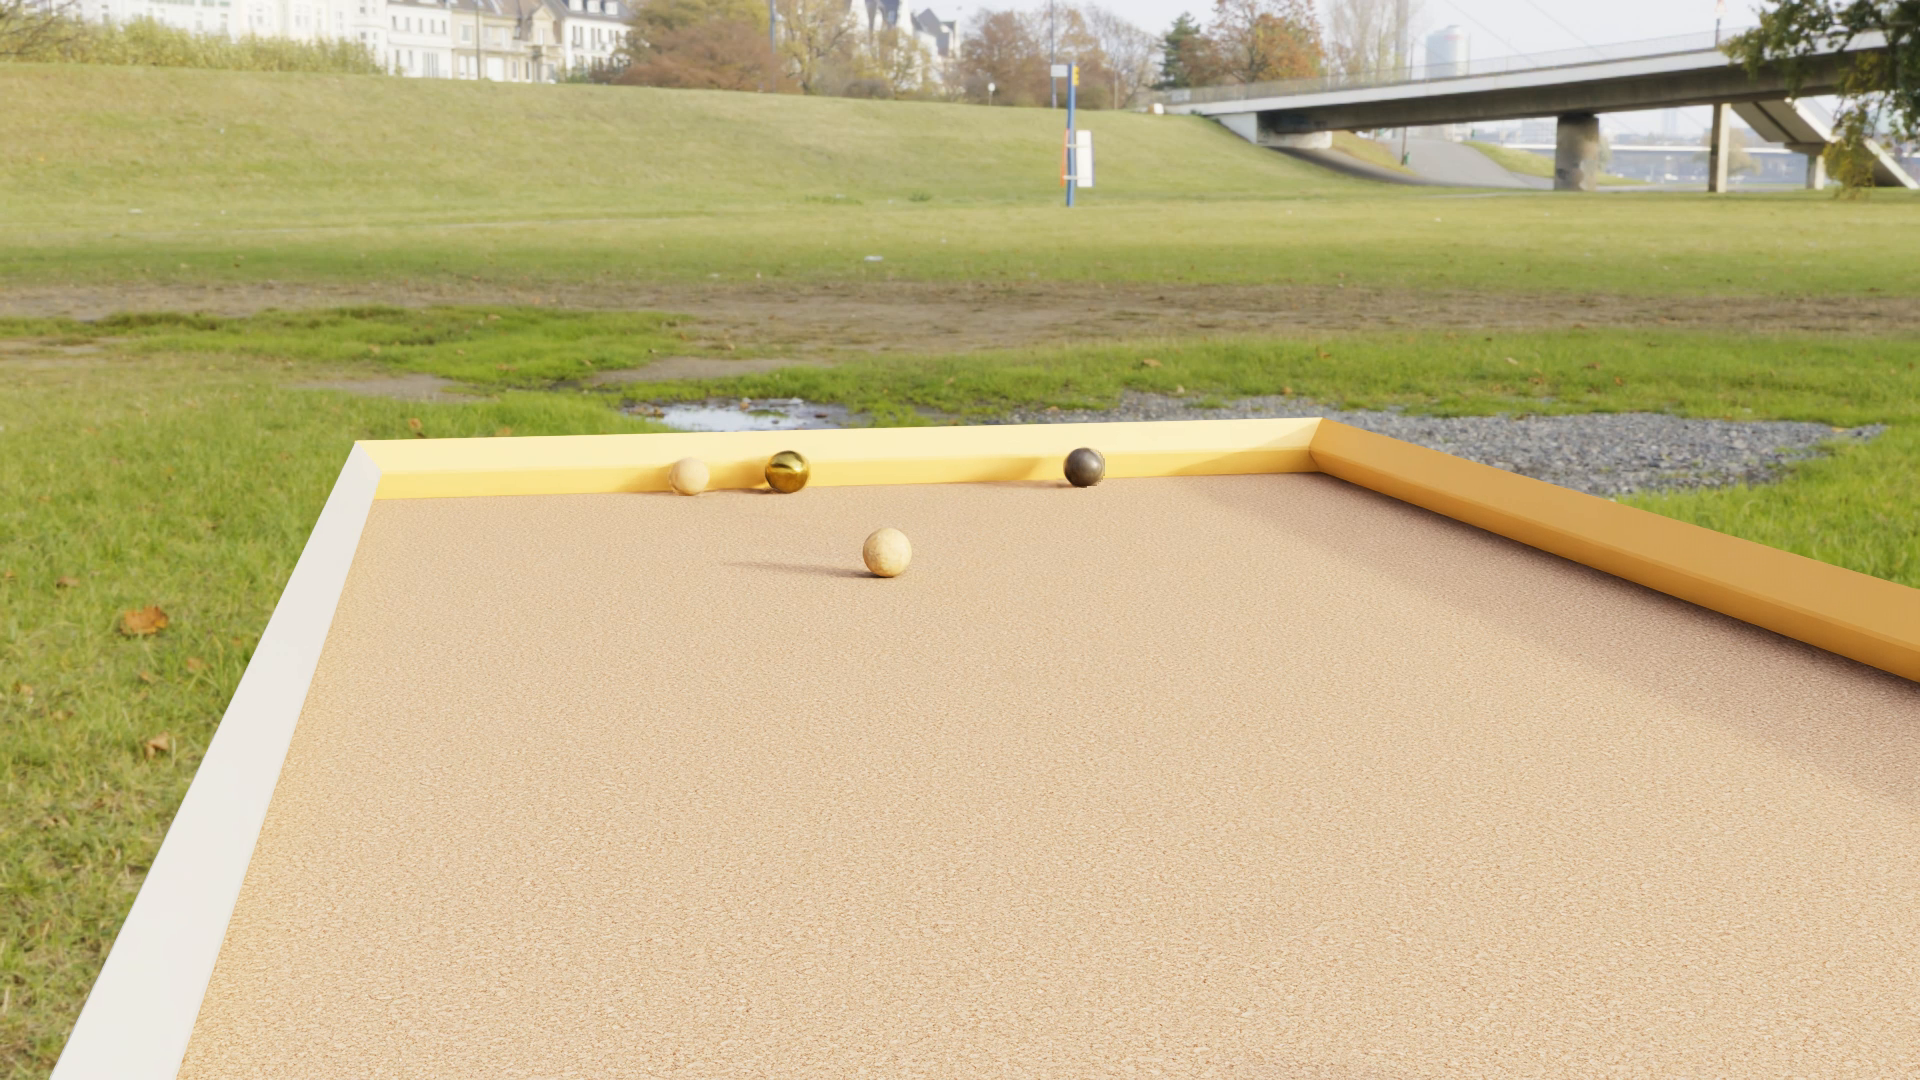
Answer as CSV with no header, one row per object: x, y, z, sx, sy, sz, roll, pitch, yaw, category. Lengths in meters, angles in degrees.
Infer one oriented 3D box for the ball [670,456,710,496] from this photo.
-0.494,-0.116,4.013,0.071,0.071,0.071,0,9,0,ball

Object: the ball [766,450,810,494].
-0.318,-0.125,4.043,0.081,0.081,0.081,0,9,0,ball

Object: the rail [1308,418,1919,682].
1.065,0.097,2.621,0.045,0.105,3.562,-2,10,-12,rail

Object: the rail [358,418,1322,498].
-0.181,-0.154,4.131,1.845,0.105,0.045,-2,10,-12,rail

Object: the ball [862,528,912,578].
-0.106,0.018,3.201,0.072,0.072,0.072,0,9,0,ball

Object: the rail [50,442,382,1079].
-0.693,0.158,2.251,0.045,0.105,3.562,-2,10,-12,rail

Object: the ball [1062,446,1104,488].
0.231,-0.136,4.123,0.076,0.076,0.076,0,9,0,ball
